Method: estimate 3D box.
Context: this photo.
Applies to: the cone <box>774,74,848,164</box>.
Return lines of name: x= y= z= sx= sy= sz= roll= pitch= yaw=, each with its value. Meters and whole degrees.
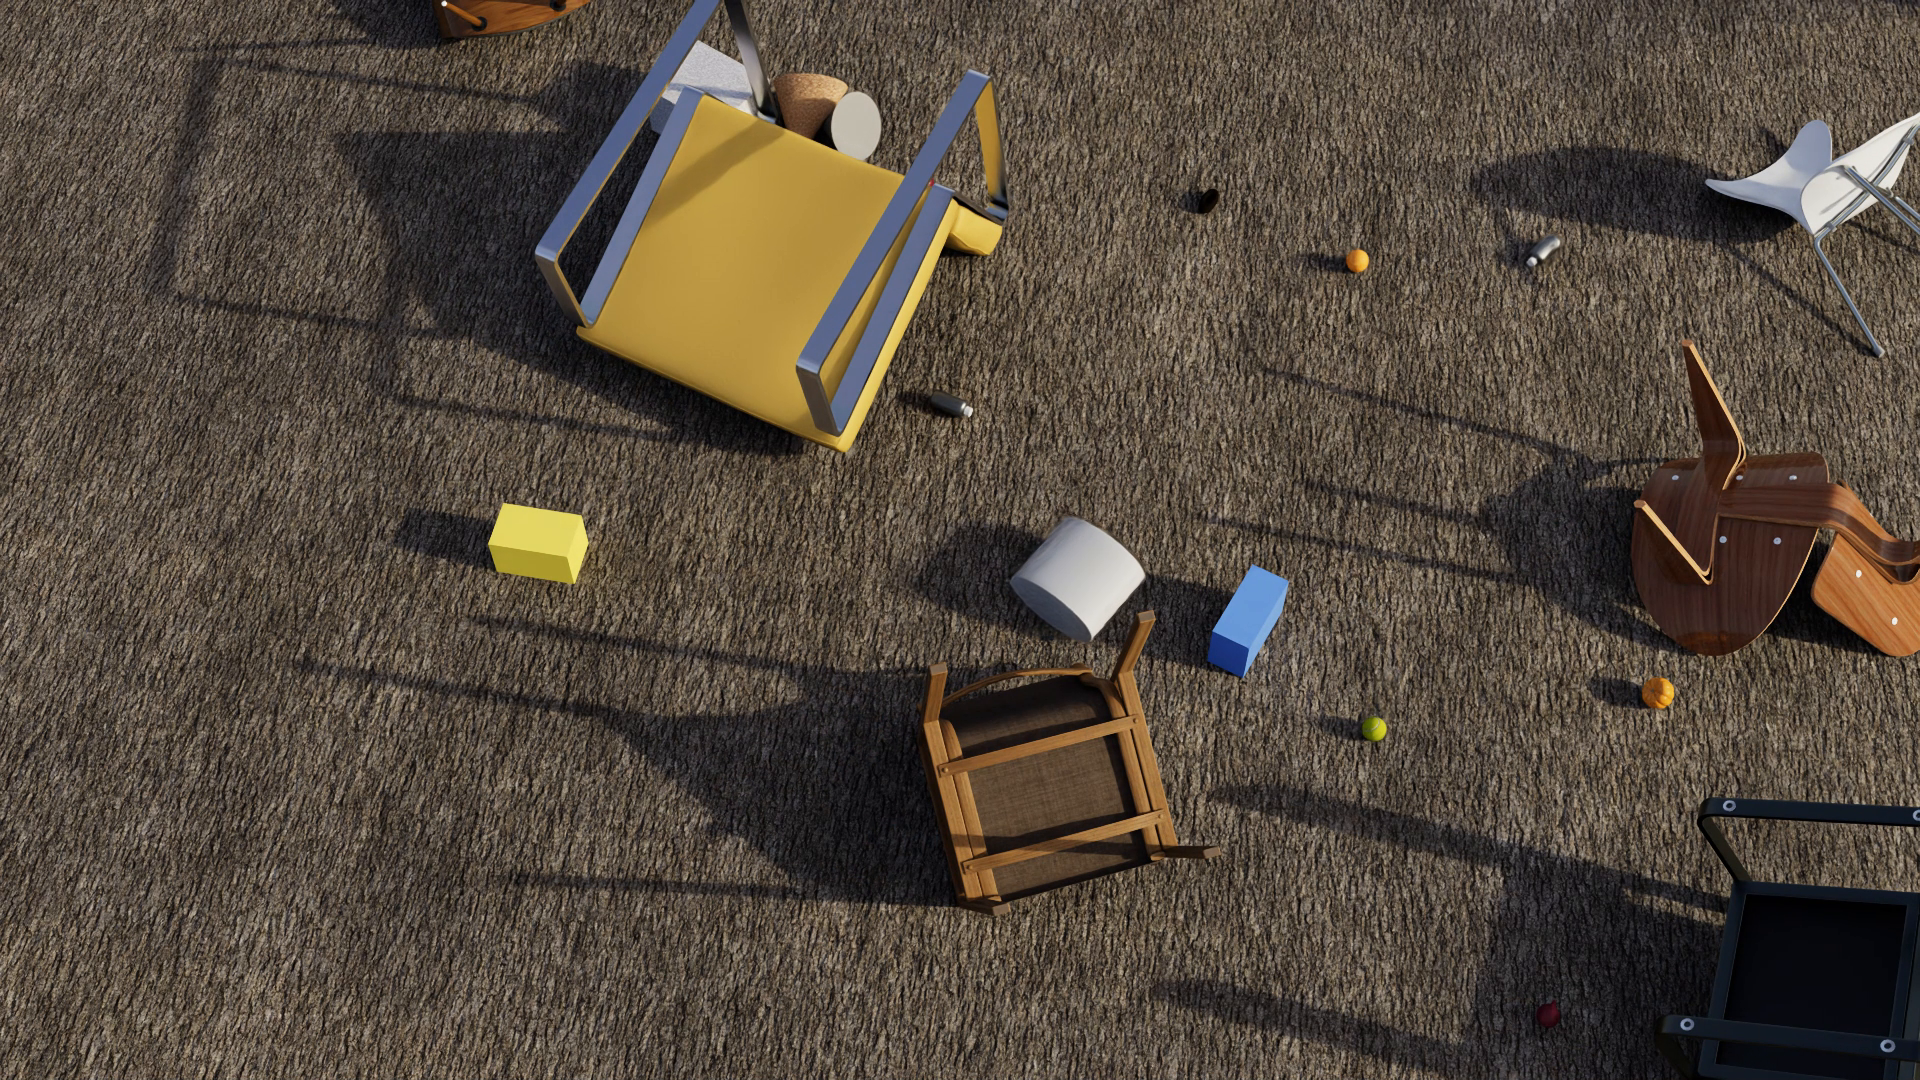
cone: x=-0.534 y=-1.412 z=7.479 sx=0.262 sy=0.141 sz=0.317 roll=4 pitch=69 yaw=11

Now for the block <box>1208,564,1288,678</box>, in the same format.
block: x=0.827 y=0.233 z=6.318 sx=0.115 sy=0.165 sz=0.260 roll=26 pitch=60 yaw=16

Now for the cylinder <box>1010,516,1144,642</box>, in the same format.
cylinder: x=0.342 y=0.112 z=6.398 sx=0.295 sy=0.163 sz=0.265 roll=37 pitch=63 yaw=12

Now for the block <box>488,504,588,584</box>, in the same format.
block: x=-1.240 y=0.011 z=6.479 sx=0.238 sy=0.146 sz=0.148 roll=9 pitch=57 yaw=6

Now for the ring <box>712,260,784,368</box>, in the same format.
ring: x=-0.672 y=-0.716 z=6.967 sx=0.218 sy=0.125 sz=0.394 roll=-9 pitch=64 yaw=-8

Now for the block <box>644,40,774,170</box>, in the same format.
block: x=-0.847 y=-1.473 z=7.441 sx=0.311 sy=0.202 sz=0.275 roll=32 pitch=62 yaw=19

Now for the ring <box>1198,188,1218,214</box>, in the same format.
ring: x=0.827 y=-1.127 z=7.309 sx=0.053 sy=0.035 sz=0.106 roll=27 pitch=61 yaw=15

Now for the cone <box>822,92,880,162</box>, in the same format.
cone: x=-0.410 y=-1.401 z=7.456 sx=0.181 sy=0.220 sz=0.231 roll=10 pitch=87 yaw=46
